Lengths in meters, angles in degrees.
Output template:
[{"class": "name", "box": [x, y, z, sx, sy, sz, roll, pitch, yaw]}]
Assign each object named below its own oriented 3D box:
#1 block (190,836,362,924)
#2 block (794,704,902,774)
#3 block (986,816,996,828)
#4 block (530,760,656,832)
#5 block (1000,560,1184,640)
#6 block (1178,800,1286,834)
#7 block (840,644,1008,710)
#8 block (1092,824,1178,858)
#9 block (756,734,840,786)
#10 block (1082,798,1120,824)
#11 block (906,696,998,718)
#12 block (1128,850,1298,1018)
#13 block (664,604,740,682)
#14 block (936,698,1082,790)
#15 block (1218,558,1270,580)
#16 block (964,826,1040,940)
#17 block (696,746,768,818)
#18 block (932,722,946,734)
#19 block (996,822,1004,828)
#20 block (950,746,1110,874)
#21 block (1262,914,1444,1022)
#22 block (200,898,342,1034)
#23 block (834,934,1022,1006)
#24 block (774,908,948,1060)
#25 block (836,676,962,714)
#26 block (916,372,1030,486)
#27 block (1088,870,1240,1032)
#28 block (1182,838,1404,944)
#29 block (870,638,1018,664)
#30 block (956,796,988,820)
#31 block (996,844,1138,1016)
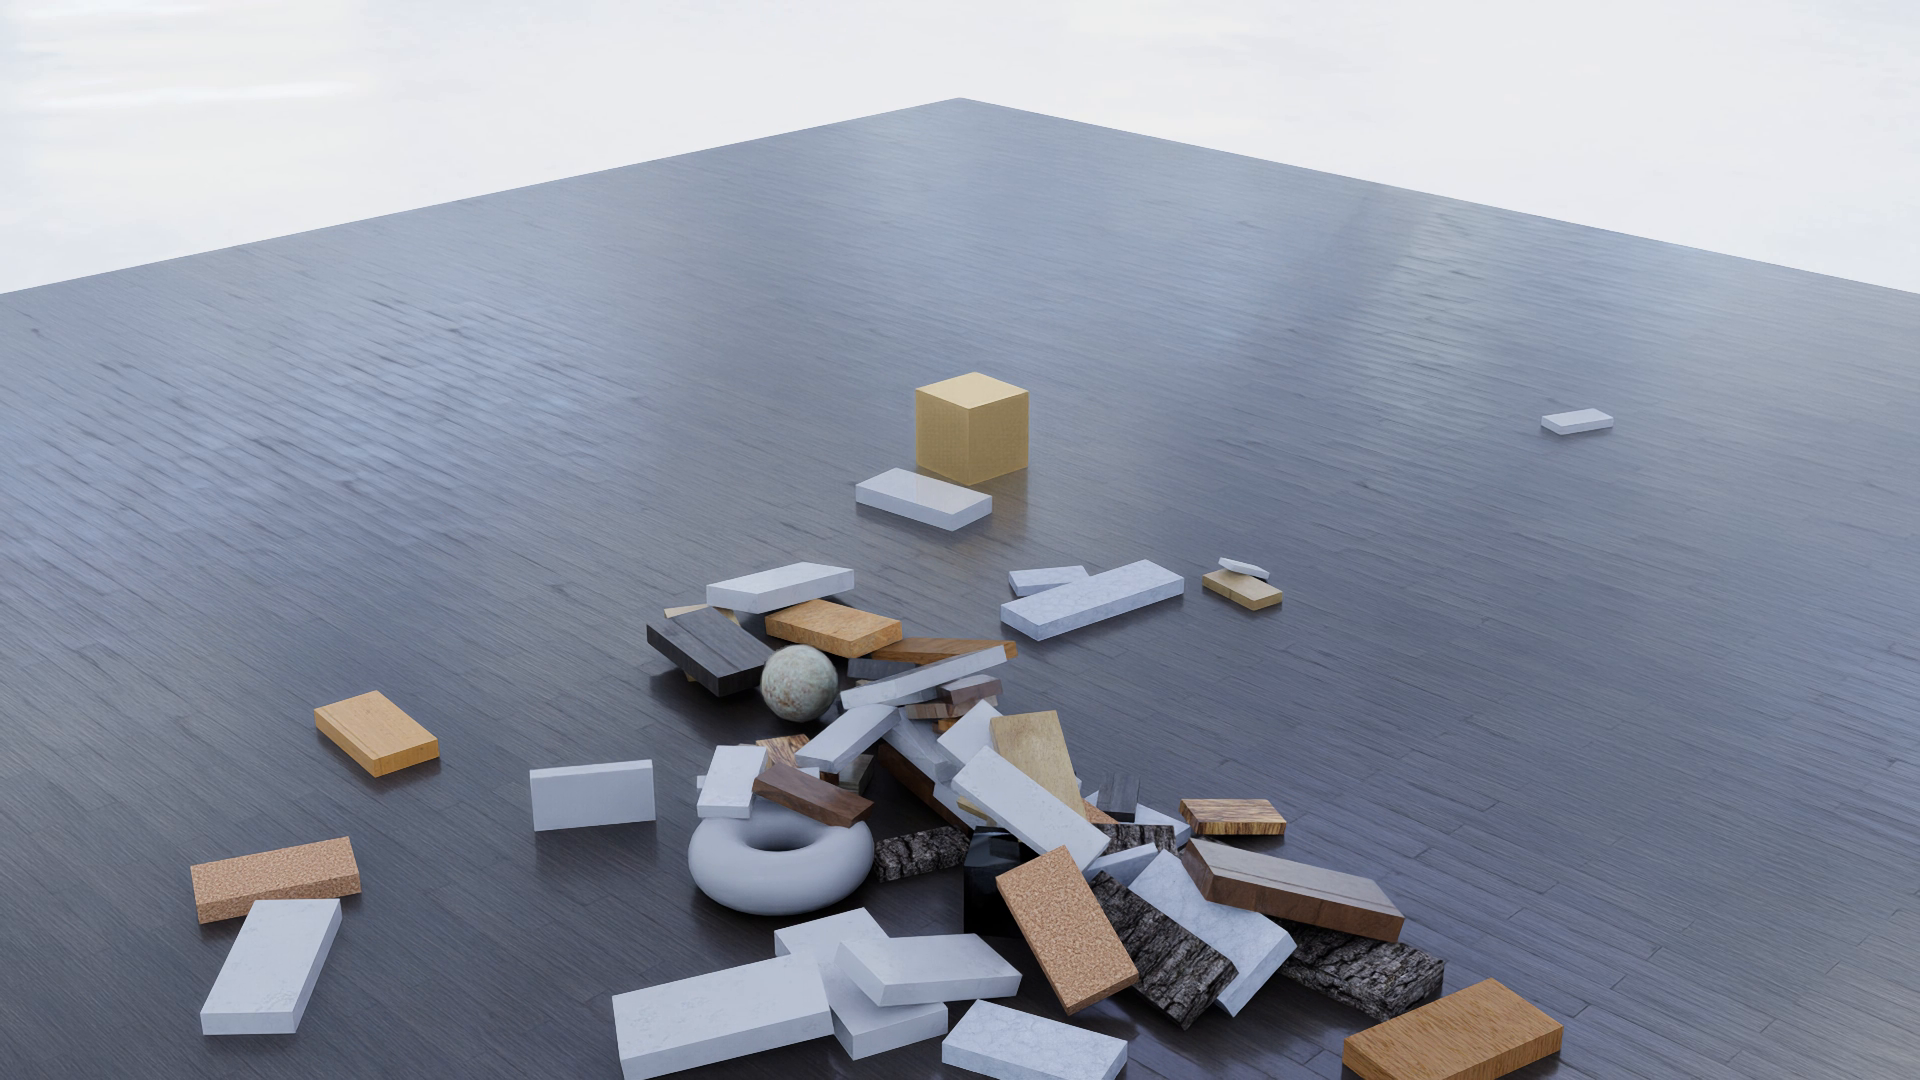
[{"class": "block", "box": [-1.302, 0.646, 4.186, 0.294, 0.042, 0.147, -9, 25, -20]}, {"class": "block", "box": [-0.228, 0.401, 4.487, 0.106, 0.030, 0.212, 6, 31, 40]}, {"class": "block", "box": [0.109, 0.503, 4.230, 0.093, 0.026, 0.262, 11, 55, 6]}, {"class": "block", "box": [-0.734, 0.511, 4.402, 0.240, 0.120, 0.034, -4, 23, -10]}, {"class": "block", "box": [0.326, 0.144, 5.370, 0.461, 0.041, 0.145, -16, 28, -33]}, {"class": "block", "box": [0.543, 0.552, 4.385, 0.191, 0.027, 0.095, 3, 21, -19]}, {"class": "block", "box": [-0.069, 0.282, 4.565, 0.129, 0.037, 0.480, -14, -1, 28]}, {"class": "block", "box": [0.316, 0.588, 4.179, 0.191, 0.027, 0.095, 2, 51, -9]}, {"class": "block", "box": [-0.335, 0.457, 4.513, 0.106, 0.030, 0.212, -6, 19, -23]}, {"class": "block", "box": [0.196, 0.517, 4.289, 0.239, 0.022, 0.078, 32, 38, 30]}, {"class": "block", "box": [-0.019, 0.337, 4.483, 0.102, 0.029, 0.204, -13, 2, -29]}, {"class": "block", "box": [0.426, 0.700, 3.943, 0.169, 0.048, 0.337, -45, 39, -13]}, {"class": "block", "box": [-0.588, 0.235, 5.151, 0.156, 0.044, 0.311, -7, 24, -16]}, {"class": "block", "box": [0.093, 0.431, 4.209, 0.258, 0.037, 0.129, 39, 62, 22]}, {"class": "block", "box": [0.712, 0.071, 5.513, 0.118, 0.017, 0.059, 13, 11, -31]}, {"class": "block", "box": [0.090, 0.635, 4.078, 0.145, 0.145, 0.145, 4, 23, 8]}, {"class": "block", "box": [-0.443, 0.472, 4.297, 0.100, 0.028, 0.201, 1, 29, 6]}, {"class": "block", "box": [0.009, 0.380, 4.408, 0.069, 0.020, 0.138, -9, 9, -29]}, {"class": "block", "box": [0.121, 0.505, 4.197, 0.093, 0.026, 0.186, 6, 55, 2]}, {"class": "block", "box": [0.129, 0.502, 4.052, 0.294, 0.028, 0.100, 36, 57, 17]}, {"class": "block", "box": [0.657, 0.739, 3.958, 0.387, 0.048, 0.169, 20, 30, 39]}, {"class": "block", "box": [-1.223, 0.756, 3.922, 0.156, 0.044, 0.357, -1, 23, -2]}, {"class": "block", "box": [-0.054, 0.746, 3.827, 0.299, 0.042, 0.147, 5, 18, -38]}, {"class": "block", "box": [-0.178, 0.775, 3.870, 0.177, 0.050, 0.354, -11, 25, -24]}, {"class": "block", "box": [-0.132, 0.334, 4.707, 0.102, 0.029, 0.395, -13, -1, -30]}, {"class": "block", "box": [0.034, -0.317, 6.218, 0.227, 0.227, 0.227, -19, 29, -37]}, {"class": "block", "box": [0.324, 0.726, 3.914, 0.139, 0.039, 0.360, -44, 39, -14]}, {"class": "block", "box": [0.599, 0.632, 3.972, 0.368, 0.050, 0.177, 14, 11, -12]}, {"class": "block", "box": [-0.039, 0.255, 4.964, 0.120, 0.034, 0.374, -17, 10, -39]}, {"class": "block", "box": [0.079, 0.515, 4.279, 0.157, 0.022, 0.078, 21, 55, 34]}, {"class": "block", "box": [0.188, 0.687, 3.885, 0.139, 0.039, 0.278, -24, 57, -11]}]
